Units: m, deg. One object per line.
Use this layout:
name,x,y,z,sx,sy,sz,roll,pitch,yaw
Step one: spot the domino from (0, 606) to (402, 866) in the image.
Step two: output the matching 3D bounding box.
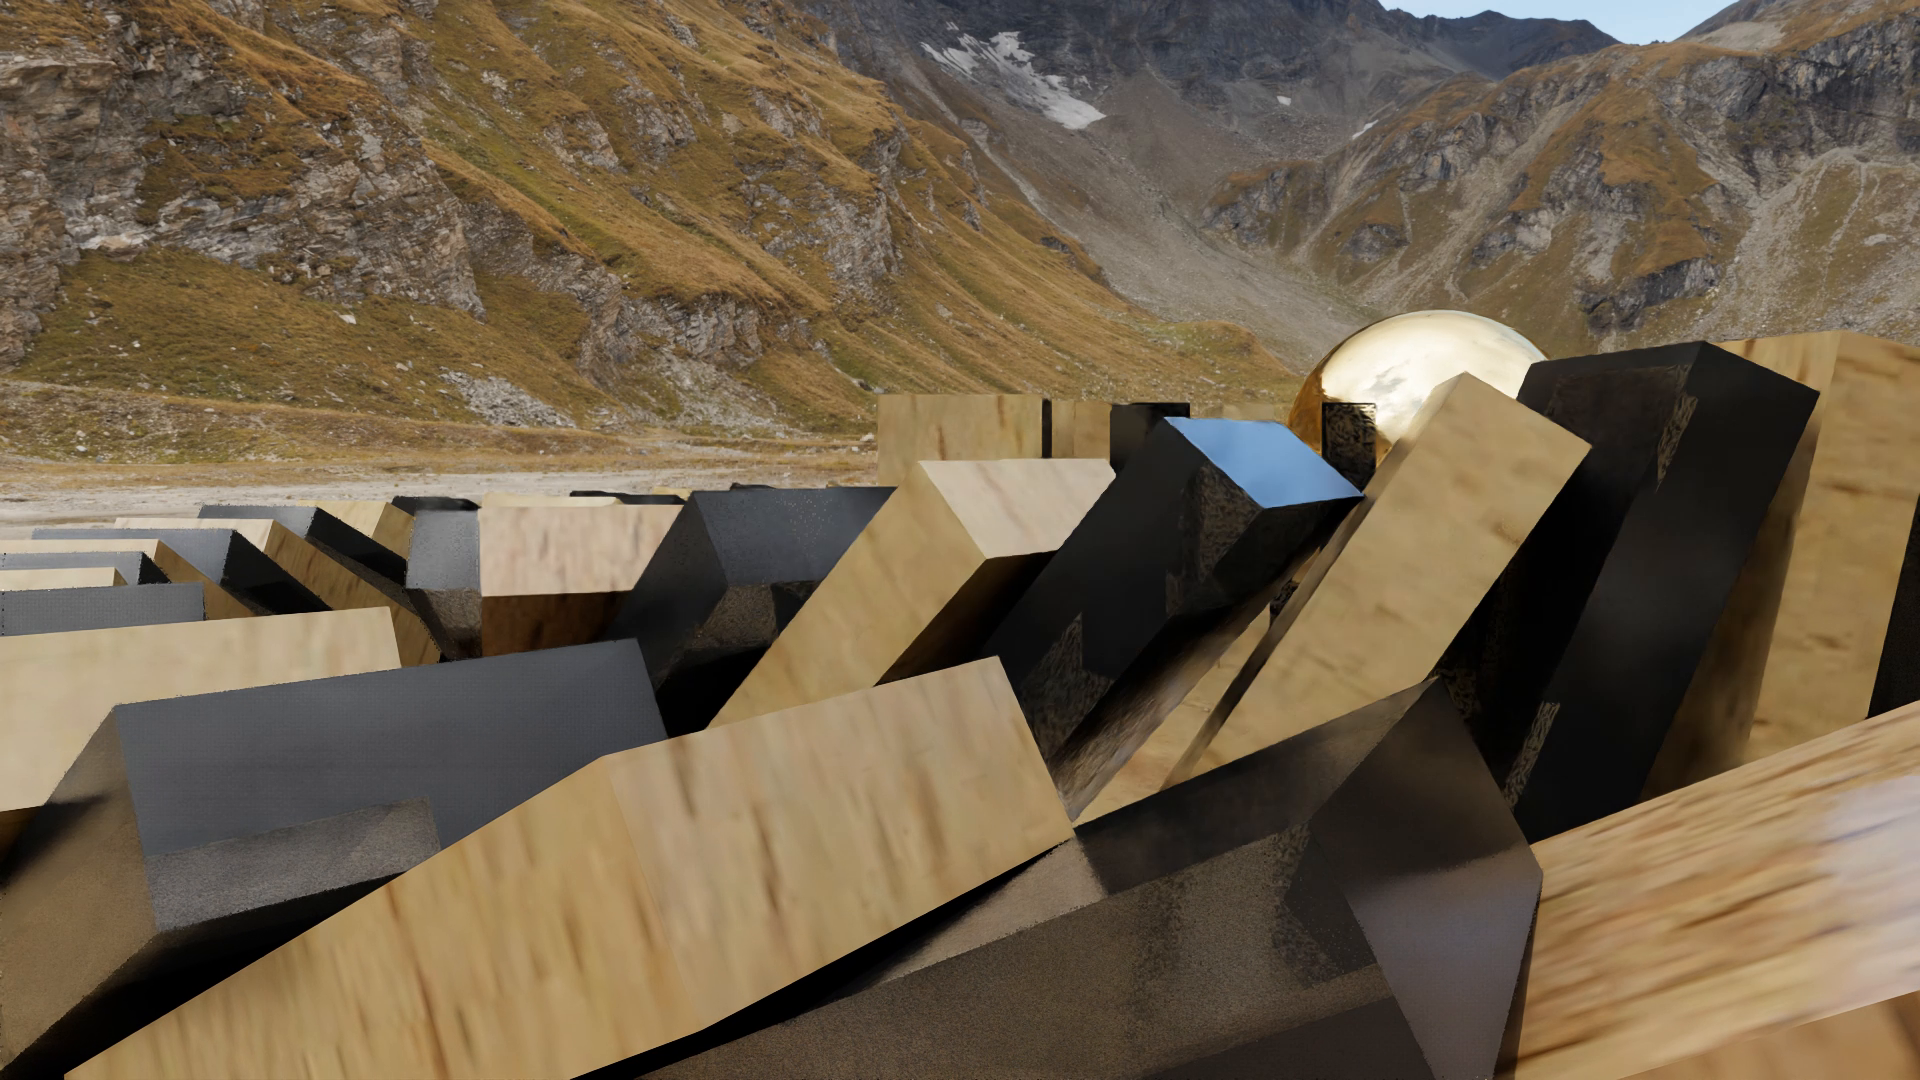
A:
domino,-0.059,0.020,0.089,0.025,0.010,0.050,-4,-23,-41

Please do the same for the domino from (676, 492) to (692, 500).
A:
domino,-0.035,0.006,0.266,0.050,0.010,0.025,33,-17,-35

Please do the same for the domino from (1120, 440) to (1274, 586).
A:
domino,0.063,-0.005,0.348,0.009,0.050,0.025,-41,-1,8

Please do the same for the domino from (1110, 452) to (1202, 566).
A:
domino,0.051,-0.006,0.350,0.009,0.050,0.025,-42,-1,8

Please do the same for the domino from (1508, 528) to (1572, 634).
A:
domino,0.125,0.005,0.289,0.025,0.010,0.050,-3,34,-40

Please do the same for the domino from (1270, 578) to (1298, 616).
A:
domino,0.061,0.003,0.308,0.050,0.009,0.025,30,9,9

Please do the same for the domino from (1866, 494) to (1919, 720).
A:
domino,0.096,0.008,0.127,0.010,0.050,0.025,-4,6,-45

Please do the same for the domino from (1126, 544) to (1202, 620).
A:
domino,0.041,0.003,0.310,0.050,0.009,0.025,29,8,7

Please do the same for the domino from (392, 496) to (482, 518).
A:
domino,-0.093,0.006,0.270,0.025,0.010,0.050,3,-23,37

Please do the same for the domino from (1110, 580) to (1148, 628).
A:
domino,0.018,0.003,0.305,0.050,0.010,0.025,29,2,-5

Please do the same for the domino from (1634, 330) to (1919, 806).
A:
domino,0.063,0.009,0.108,0.010,0.050,0.025,11,2,-10

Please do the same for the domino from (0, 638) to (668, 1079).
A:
domino,-0.041,0.021,0.076,0.025,0.009,0.050,-5,-22,-48

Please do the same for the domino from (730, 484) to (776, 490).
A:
domino,-0.036,0.001,0.333,0.050,0.010,0.025,31,-12,-29

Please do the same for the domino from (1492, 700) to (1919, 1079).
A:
domino,0.019,0.023,0.051,0.050,0.010,0.025,-29,-7,22

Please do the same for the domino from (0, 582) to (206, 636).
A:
domino,-0.075,0.018,0.104,0.025,0.010,0.050,-3,-24,-29

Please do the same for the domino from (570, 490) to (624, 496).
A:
domino,-0.067,0.004,0.304,0.025,0.010,0.050,5,-22,48

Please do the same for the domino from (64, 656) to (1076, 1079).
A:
domino,-0.022,0.022,0.066,0.050,0.010,0.025,-31,-13,32

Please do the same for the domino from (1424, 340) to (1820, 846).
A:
domino,0.047,0.010,0.105,0.009,0.050,0.025,22,3,-4

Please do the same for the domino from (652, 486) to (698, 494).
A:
domino,-0.052,0.003,0.320,0.050,0.009,0.025,31,-14,-33

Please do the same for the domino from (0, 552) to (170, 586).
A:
domino,-0.096,0.016,0.142,0.025,0.009,0.050,-1,-24,-13

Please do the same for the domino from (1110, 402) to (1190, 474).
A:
domino,0.034,-0.001,0.251,0.010,0.050,0.025,-2,5,-24

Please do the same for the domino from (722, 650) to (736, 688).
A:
domino,-0.054,0.011,0.204,0.025,0.010,0.050,0,-25,4

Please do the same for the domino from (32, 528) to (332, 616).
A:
domino,-0.105,0.013,0.184,0.025,0.010,0.050,0,-24,-1

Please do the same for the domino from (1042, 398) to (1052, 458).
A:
domino,0.002,0.001,0.222,0.025,0.050,0.010,1,5,18

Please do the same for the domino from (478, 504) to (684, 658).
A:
domino,-0.040,0.014,0.142,0.025,0.010,0.050,-2,-31,-21

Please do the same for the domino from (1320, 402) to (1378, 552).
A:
domino,0.076,-0.001,0.250,0.010,0.050,0.025,1,5,18

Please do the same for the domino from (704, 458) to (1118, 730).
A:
domino,-0.007,0.013,0.116,0.025,0.010,0.050,-5,-37,-50

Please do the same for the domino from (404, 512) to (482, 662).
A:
domino,-0.050,0.013,0.162,0.025,0.010,0.050,-1,-29,-7

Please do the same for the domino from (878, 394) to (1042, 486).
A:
domino,0.000,0.002,0.201,0.025,0.050,0.010,0,4,0

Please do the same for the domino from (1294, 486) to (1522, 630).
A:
domino,0.106,0.004,0.300,0.050,0.009,0.025,37,25,31

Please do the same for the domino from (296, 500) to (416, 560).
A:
domino,-0.102,0.008,0.250,0.025,0.010,0.050,2,-24,29

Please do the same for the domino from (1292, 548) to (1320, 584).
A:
domino,0.080,0.004,0.302,0.050,0.010,0.025,30,10,8

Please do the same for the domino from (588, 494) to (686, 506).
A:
domino,-0.047,0.007,0.247,0.025,0.009,0.050,2,-25,38

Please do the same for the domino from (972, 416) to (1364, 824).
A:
domino,0.010,0.012,0.107,0.010,0.050,0.025,46,25,21

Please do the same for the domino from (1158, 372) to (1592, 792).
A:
domino,0.029,0.011,0.103,0.010,0.050,0.025,34,12,11

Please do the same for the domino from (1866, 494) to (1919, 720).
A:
domino,0.079,0.009,0.114,0.010,0.050,0.025,-2,5,-25

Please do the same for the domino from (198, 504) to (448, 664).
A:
domino,-0.107,0.009,0.229,0.025,0.009,0.050,1,-24,20

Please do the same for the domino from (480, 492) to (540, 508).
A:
domino,-0.081,0.005,0.288,0.025,0.009,0.050,4,-22,43

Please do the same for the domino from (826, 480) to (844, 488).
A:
domino,-0.016,0.000,0.350,0.050,0.009,0.025,29,2,-6

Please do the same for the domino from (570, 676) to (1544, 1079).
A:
domino,-0.002,0.022,0.057,0.050,0.010,0.025,-30,-10,27

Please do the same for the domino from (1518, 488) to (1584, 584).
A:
domino,0.141,0.006,0.273,0.025,0.009,0.050,-2,33,-31

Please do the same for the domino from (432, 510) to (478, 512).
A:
domino,-0.054,0.012,0.182,0.025,0.009,0.050,0,-27,1

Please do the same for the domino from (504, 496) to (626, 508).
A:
domino,-0.056,0.008,0.228,0.025,0.010,0.050,1,-26,30

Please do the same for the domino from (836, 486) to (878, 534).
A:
domino,-0.002,0.004,0.294,0.050,0.010,0.025,30,-7,-20

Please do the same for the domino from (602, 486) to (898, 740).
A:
domino,-0.023,0.014,0.128,0.025,0.010,0.050,-4,-33,-40

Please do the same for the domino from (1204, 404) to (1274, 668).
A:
domino,0.055,-0.002,0.254,0.009,0.050,0.025,0,4,3

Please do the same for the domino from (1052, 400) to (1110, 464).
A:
domino,0.015,0.000,0.239,0.010,0.050,0.025,-4,6,-41

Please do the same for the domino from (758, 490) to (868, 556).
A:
domino,-0.019,0.005,0.281,0.050,0.009,0.025,31,-12,-29

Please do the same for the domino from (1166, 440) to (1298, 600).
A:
domino,0.076,-0.005,0.345,0.010,0.050,0.025,-41,-1,8

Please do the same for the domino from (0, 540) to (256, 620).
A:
domino,-0.103,0.014,0.163,0.025,0.010,0.050,0,-24,-3

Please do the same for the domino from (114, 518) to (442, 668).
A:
domino,-0.108,0.011,0.206,0.025,0.010,0.050,1,-23,8

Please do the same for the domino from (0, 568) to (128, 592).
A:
domino,-0.088,0.017,0.122,0.025,0.009,0.050,-2,-24,-18

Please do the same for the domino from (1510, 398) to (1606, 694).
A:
domino,0.109,0.001,0.225,0.025,0.050,0.010,-3,5,-32

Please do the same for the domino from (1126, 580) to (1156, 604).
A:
domino,0.038,-0.006,0.353,0.010,0.050,0.025,-42,-2,8

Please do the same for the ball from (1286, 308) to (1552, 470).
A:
ball,0.132,-0.025,0.362,0.080,0.080,0.080,0,4,0

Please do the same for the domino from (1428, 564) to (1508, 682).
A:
domino,0.095,-0.001,0.241,0.010,0.050,0.025,3,5,36
